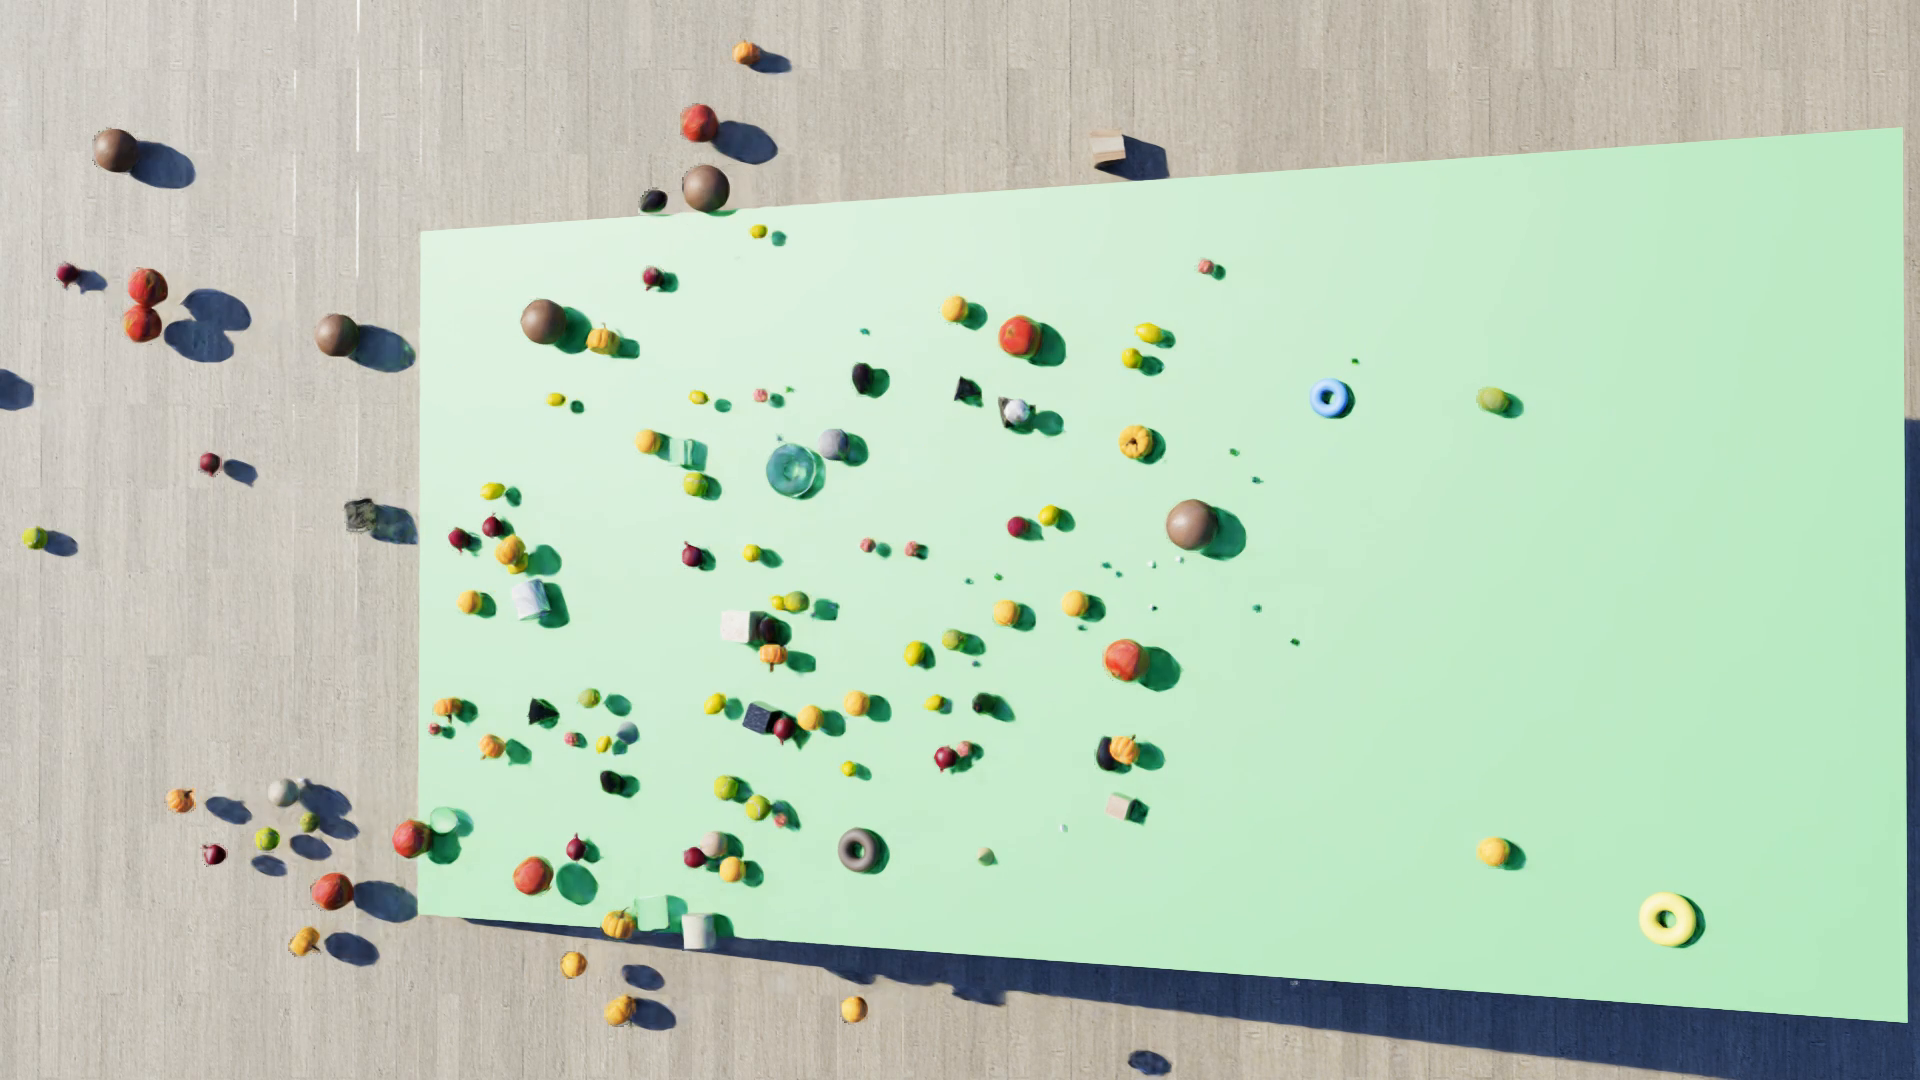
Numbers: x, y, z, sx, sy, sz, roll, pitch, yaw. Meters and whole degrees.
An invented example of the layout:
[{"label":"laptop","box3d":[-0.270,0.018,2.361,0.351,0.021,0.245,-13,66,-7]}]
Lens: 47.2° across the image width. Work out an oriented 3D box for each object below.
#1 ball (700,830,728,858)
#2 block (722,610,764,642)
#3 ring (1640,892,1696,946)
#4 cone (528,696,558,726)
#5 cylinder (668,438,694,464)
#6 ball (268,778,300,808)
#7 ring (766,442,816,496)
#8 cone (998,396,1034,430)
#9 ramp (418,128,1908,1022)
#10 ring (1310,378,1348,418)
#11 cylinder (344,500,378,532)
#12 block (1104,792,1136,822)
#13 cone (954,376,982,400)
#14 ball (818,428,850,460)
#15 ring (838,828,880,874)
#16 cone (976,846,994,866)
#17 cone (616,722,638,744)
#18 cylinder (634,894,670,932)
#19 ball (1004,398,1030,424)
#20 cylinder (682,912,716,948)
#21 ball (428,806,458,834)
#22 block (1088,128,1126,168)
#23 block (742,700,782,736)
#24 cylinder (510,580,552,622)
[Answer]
[{"label":"ball","box3d":[-0.671,0.832,6.016,0.078,0.078,0.078,0,89,0]},{"label":"block","box3d":[-0.593,0.233,5.987,0.084,0.084,0.084,1,90,23]},{"label":"ring","box3d":[1.634,0.876,5.078,0.127,0.042,0.127,1,93,24]},{"label":"cone","box3d":[-1.179,0.490,6.252,0.083,0.083,0.083,7,89,-4]},{"label":"cylinder","box3d":[-0.773,-0.244,6.075,0.068,0.068,0.068,2,90,0]},{"label":"ball","box3d":[-1.988,0.743,6.463,0.090,0.090,0.090,0,89,0]},{"label":"ring","box3d":[-0.458,-0.190,5.956,0.147,0.049,0.147,-1,89,24]},{"label":"cone","box3d":[0.153,-0.339,5.708,0.091,0.091,0.091,-12,89,-5]},{"label":"ramp","box3d":[0.283,0.086,5.725,4.000,0.100,2.000,0,89,23]},{"label":"ring","box3d":[0.906,-0.350,5.401,0.097,0.032,0.097,0,91,22]},{"label":"cylinder","box3d":[-1.768,-0.071,6.489,0.083,0.083,0.083,-11,84,0]},{"label":"block","box3d":[0.407,0.676,5.583,0.054,0.054,0.054,20,97,22]},{"label":"cone","box3d":[0.026,-0.392,5.766,0.069,0.069,0.069,13,89,-5]},{"label":"ball","box3d":[-0.337,-0.256,5.885,0.088,0.088,0.088,0,89,0]},{"label":"ring","box3d":[-0.270,0.829,5.869,0.124,0.041,0.124,1,93,25]},{"label":"cone","box3d":[0.057,0.828,5.728,0.052,0.052,0.052,0,89,23]},{"label":"cone","box3d":[-0.944,0.541,6.138,0.067,0.067,0.067,0,89,23]},{"label":"cylinder","box3d":[-0.850,1.032,6.077,0.092,0.092,0.092,-7,87,0]},{"label":"ball","box3d":[0.148,-0.330,5.641,0.067,0.067,0.067,0,89,0]},{"label":"cylinder","box3d":[-0.715,1.069,6.024,0.086,0.086,0.086,-4,90,0]},{"label":"ball","box3d":[-1.493,0.808,6.355,0.081,0.081,0.081,0,89,0]},{"label":"block","box3d":[0.435,-1.161,6.507,0.091,0.091,0.091,-9,89,0]},{"label":"block","box3d":[-0.537,0.483,5.969,0.069,0.069,0.069,22,98,21]},{"label":"cylinder","box3d":[-1.219,0.171,6.241,0.094,0.094,0.094,-18,82,0]}]
